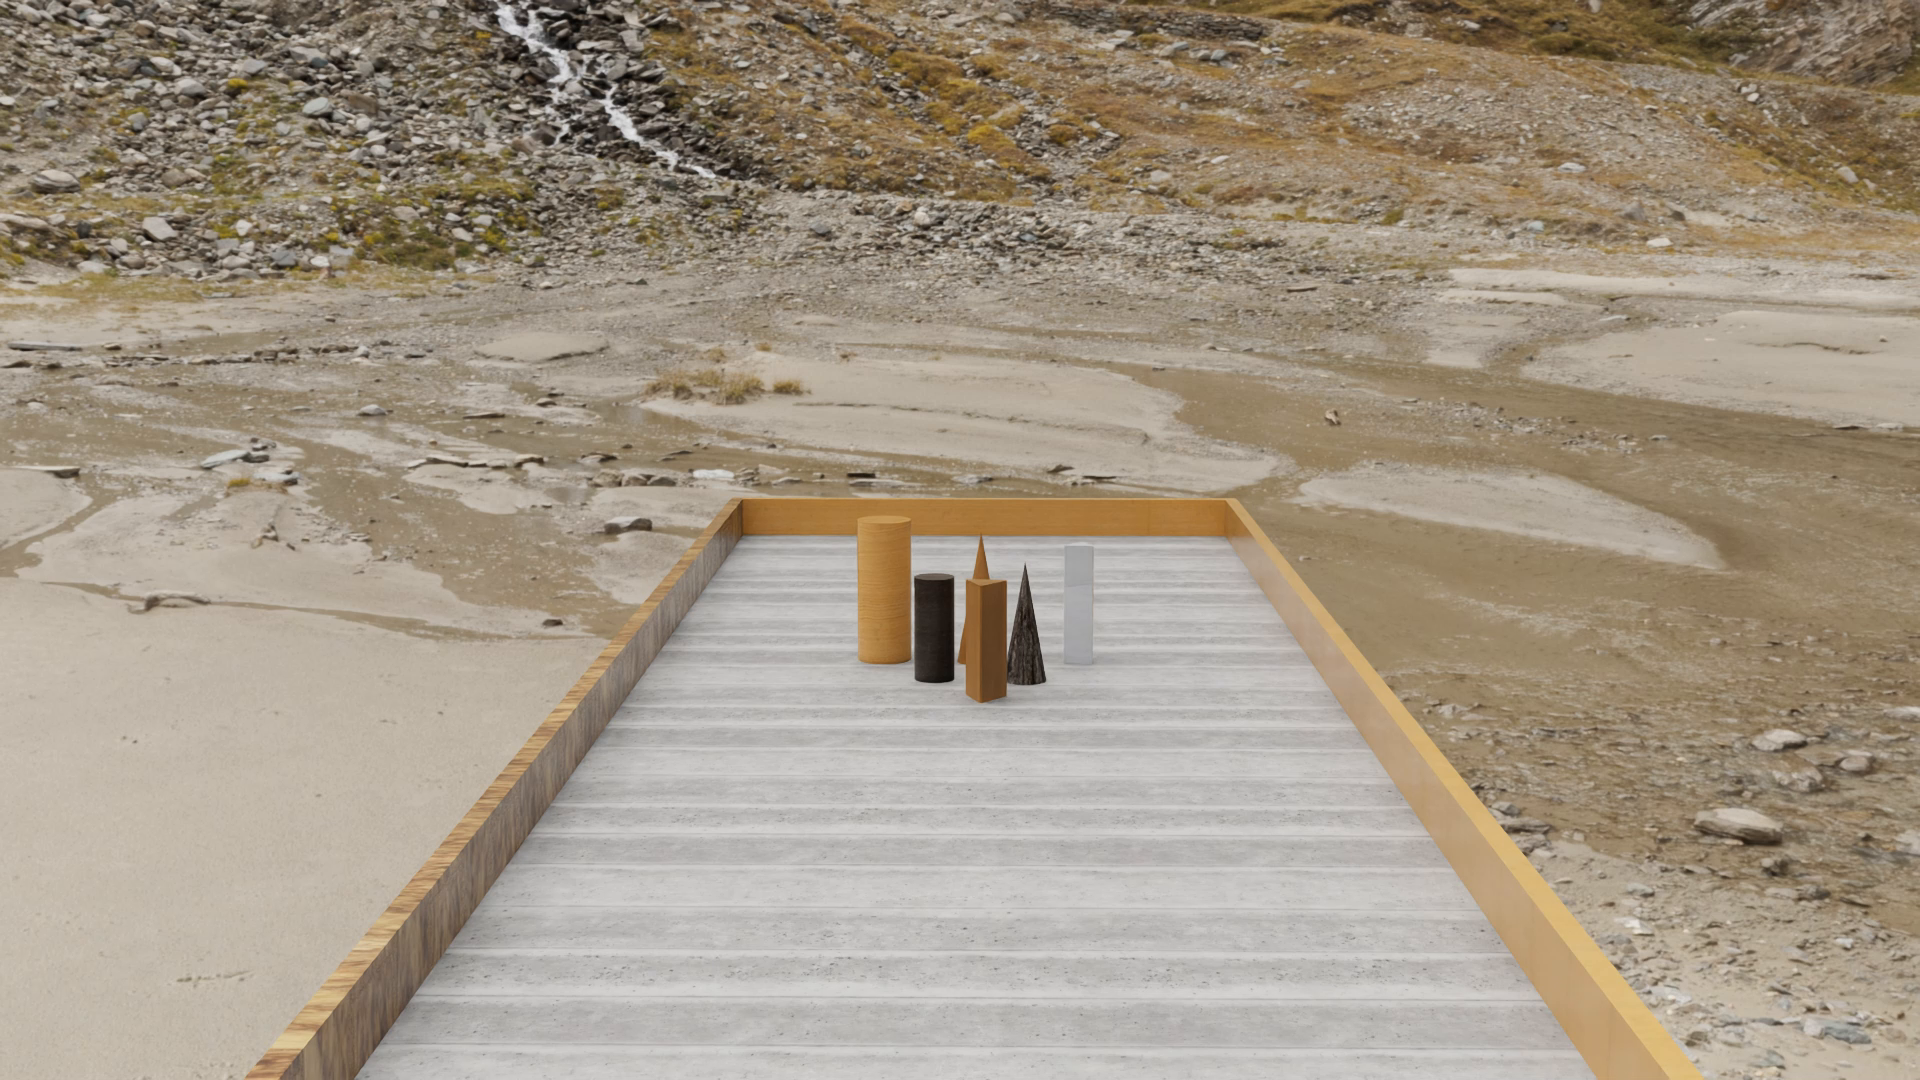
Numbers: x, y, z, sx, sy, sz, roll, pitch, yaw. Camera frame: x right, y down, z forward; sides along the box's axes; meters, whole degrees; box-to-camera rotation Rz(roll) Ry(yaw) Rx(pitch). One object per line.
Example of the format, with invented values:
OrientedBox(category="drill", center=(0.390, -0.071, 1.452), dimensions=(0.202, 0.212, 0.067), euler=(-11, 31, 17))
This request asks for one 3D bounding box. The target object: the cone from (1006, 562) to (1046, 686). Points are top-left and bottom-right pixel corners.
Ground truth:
OrientedBox(category="cone", center=(0.189, 0.236, 6.396), dimensions=(0.126, 0.353, 0.126), euler=(0, 9, 0))

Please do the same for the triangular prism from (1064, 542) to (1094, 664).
OrientedBox(category="triangular prism", center=(0.365, 0.189, 6.661), dimensions=(0.088, 0.361, 0.076), euler=(2, 9, 13))

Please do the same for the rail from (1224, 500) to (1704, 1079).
OrientedBox(category="rail", center=(1.046, 0.843, 3.208), dimensions=(0.050, 0.150, 12.000), euler=(0, 9, 1))

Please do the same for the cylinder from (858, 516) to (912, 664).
OrientedBox(category="cylinder", center=(-0.230, 0.150, 6.687), dimensions=(0.164, 0.430, 0.164), euler=(0, 9, 0))

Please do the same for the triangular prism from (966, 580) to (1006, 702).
OrientedBox(category="triangular prism", center=(0.056, 0.279, 6.187), dimensions=(0.100, 0.332, 0.115), euler=(7, 12, 39))

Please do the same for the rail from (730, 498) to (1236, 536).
OrientedBox(category="rail", center=(0.099, -0.098, 9.147), dimensions=(2.100, 0.150, 0.050), euler=(0, 9, 1))

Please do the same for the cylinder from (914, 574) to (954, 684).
OrientedBox(category="cylinder", center=(-0.074, 0.256, 6.421), dimensions=(0.118, 0.303, 0.118), euler=(0, 9, 0))

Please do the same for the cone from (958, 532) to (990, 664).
OrientedBox(category="cone", center=(0.064, 0.172, 6.656), dimensions=(0.144, 0.398, 0.144), euler=(0, 9, 0))

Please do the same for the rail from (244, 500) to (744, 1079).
OrientedBox(category="rail", center=(-1.004, 0.839, 3.234), dimensions=(0.050, 0.150, 12.000), euler=(0, 9, 1))
